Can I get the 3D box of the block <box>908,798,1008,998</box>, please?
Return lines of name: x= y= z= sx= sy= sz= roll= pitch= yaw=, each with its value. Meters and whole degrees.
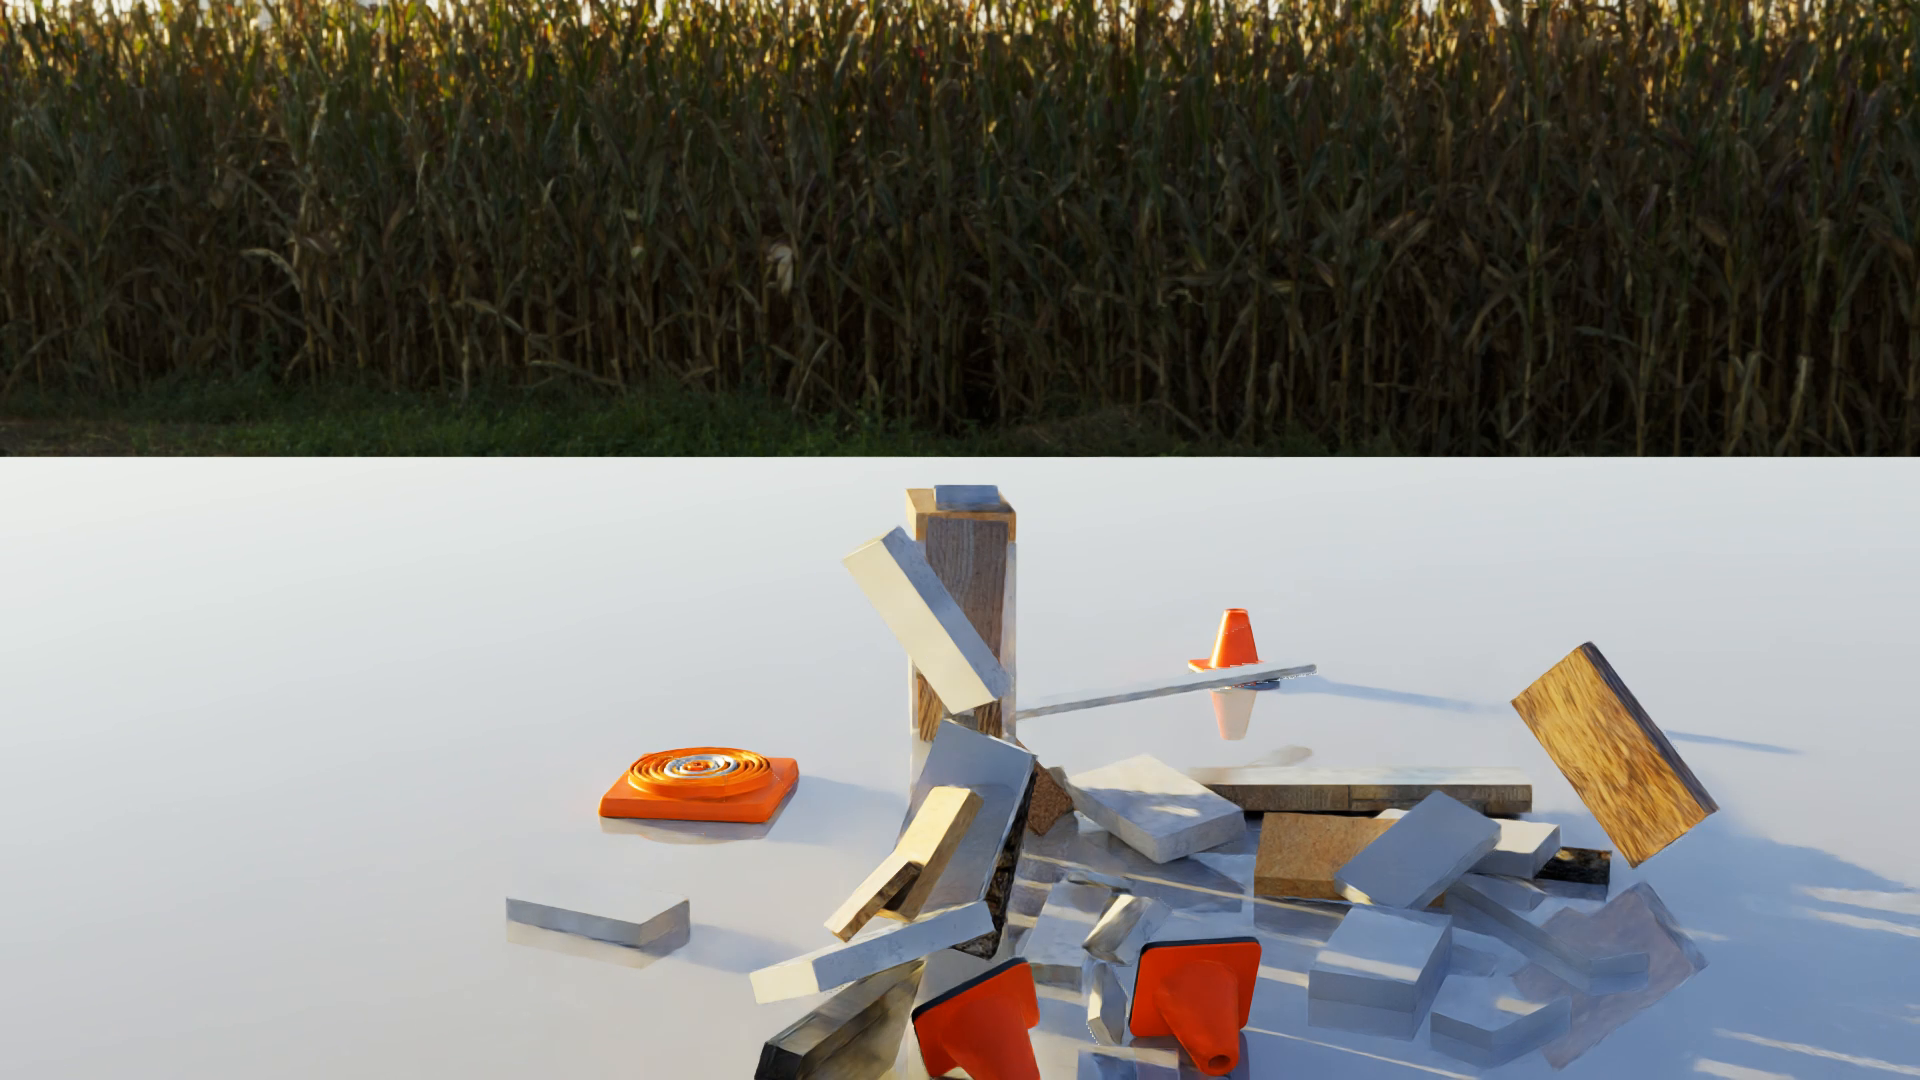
block: x=-0.002 y=0.524 z=3.221 sx=0.146 sy=0.292 sz=0.041 roll=0 pitch=9 yaw=0

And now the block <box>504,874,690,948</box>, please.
block: x=-0.585 y=0.594 z=3.543 sx=0.266 sy=0.038 sz=0.133 roll=5 pitch=12 yaw=27

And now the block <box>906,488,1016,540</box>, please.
block: x=-0.002 y=-0.044 z=3.693 sx=0.161 sy=0.046 sz=0.322 roll=0 pitch=8 yaw=-5

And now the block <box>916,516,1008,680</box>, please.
block: x=0.004 y=0.090 z=3.312 sx=0.122 sy=0.245 sz=0.035 roll=4 pitch=-18 yaw=1

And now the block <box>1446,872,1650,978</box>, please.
block: x=0.930 y=0.605 z=3.509 sx=0.101 sy=0.029 sz=0.415 roll=-4 pitch=11 yaw=-18

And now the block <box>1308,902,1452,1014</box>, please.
block: x=0.641 y=0.630 z=3.335 sx=0.154 sy=0.044 sz=0.309 roll=4 pitch=11 yaw=22

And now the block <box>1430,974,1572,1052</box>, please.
block: x=0.774 y=0.674 z=3.140 sx=0.202 sy=0.029 sz=0.101 roll=-10 pitch=14 yaw=-42

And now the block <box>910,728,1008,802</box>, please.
block: x=0.000 y=0.341 z=3.291 sx=0.146 sy=0.041 sz=0.292 roll=0 pitch=11 yaw=0

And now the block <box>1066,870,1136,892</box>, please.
block: x=0.233 y=0.564 z=3.627 sx=0.103 sy=0.015 sz=0.052 roll=19 pitch=-21 yaw=-33

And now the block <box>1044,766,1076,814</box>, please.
block: x=0.130 y=0.474 z=4.063 sx=0.174 sy=0.087 sz=0.025 roll=-7 pitch=-25 yaw=-34

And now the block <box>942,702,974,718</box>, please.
block: x=-0.003 y=0.283 z=3.301 sx=0.046 sy=0.013 sz=0.092 roll=0 pitch=49 yaw=-1

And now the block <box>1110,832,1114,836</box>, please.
block: x=0.318 y=0.500 z=4.051 sx=0.087 sy=0.025 sz=0.174 roll=-1 pitch=14 yaw=3

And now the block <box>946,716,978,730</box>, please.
block: x=0.003 y=0.298 z=3.155 sx=0.046 sy=0.092 sz=0.013 roll=0 pitch=-5 yaw=2

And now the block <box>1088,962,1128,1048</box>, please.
block: x=0.206 y=0.653 z=3.066 sx=0.019 sy=0.066 sz=0.132 roll=-23 pitch=18 yaw=17

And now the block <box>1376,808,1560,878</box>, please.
block: x=0.853 y=0.519 z=3.773 sx=0.309 sy=0.044 sz=0.154 roll=2 pitch=12 yaw=32

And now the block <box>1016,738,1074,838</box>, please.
block: x=0.116 y=0.438 z=3.939 sx=0.087 sy=0.192 sz=0.025 roll=-48 pitch=28 yaw=-13

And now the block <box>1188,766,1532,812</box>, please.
block: x=0.739 y=0.465 z=4.116 sx=0.625 sy=0.049 sz=0.175 roll=-1 pitch=5 yaw=6

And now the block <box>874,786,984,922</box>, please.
block: x=-0.049 y=0.417 z=2.926 sx=0.027 sy=0.191 sz=0.095 roll=41 pitch=-23 yaw=-23

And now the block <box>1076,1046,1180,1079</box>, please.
block: x=0.205 y=0.748 z=2.713 sx=0.133 sy=0.038 sz=0.514 roll=1 pitch=11 yaw=5

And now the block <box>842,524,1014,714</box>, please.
block: x=-0.047 y=0.115 z=3.104 sx=0.039 sy=0.275 sz=0.138 roll=-39 pitch=7 yaw=-29

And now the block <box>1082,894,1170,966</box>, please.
block: x=0.233 y=0.549 z=3.102 sx=0.027 sy=0.095 sz=0.191 roll=41 pitch=-12 yaw=-3

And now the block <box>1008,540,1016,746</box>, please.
block: x=0.014 y=0.191 z=3.795 sx=0.161 sy=0.447 sz=0.046 roll=-2 pitch=6 yaw=-20

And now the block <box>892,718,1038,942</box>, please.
block: x=-0.006 y=0.401 z=3.049 sx=0.138 sy=0.275 sz=0.039 roll=21 pitch=1 yaw=15

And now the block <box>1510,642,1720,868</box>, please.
block: x=1.117 y=0.367 z=3.766 sx=0.049 sy=0.349 sz=0.175 roll=-13 pitch=-27 yaw=-46

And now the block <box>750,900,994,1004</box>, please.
block: x=-0.112 y=0.533 z=2.845 sx=0.290 sy=0.041 sz=0.145 roll=-11 pitch=-8 yaw=-40

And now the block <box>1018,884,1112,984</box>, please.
block: x=0.168 y=0.615 z=3.460 sx=0.095 sy=0.027 sz=0.357 roll=2 pitch=11 yaw=11

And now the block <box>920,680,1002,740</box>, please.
block: x=0.001 y=0.182 z=3.356 sx=0.122 sy=0.245 sz=0.035 roll=0 pitch=-2 yaw=-1

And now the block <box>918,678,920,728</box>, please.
block: x=-0.004 y=0.192 z=3.472 sx=0.122 sy=0.303 sz=0.035 roll=0 pitch=13 yaw=2

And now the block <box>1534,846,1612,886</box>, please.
block: x=1.012 y=0.554 z=3.784 sx=0.202 sy=0.029 sz=0.101 roll=4 pitch=11 yaw=19

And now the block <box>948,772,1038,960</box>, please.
block: x=0.011 y=0.444 z=3.119 sx=0.138 sy=0.275 sz=0.039 roll=15 pitch=13 yaw=15

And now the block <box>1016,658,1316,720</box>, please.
block: x=0.411 y=0.300 z=4.479 sx=0.061 sy=0.017 sz=0.994 roll=14 pitch=13 yaw=43

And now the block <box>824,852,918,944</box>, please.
block: x=-0.117 y=0.467 z=2.873 sx=0.132 sy=0.019 sz=0.066 roll=-45 pitch=14 yaw=-14

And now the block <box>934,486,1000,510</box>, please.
block: x=0.011 y=-0.068 z=3.572 sx=0.103 sy=0.015 sz=0.052 roll=0 pitch=35 yaw=-4

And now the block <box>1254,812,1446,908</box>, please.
block: x=0.655 y=0.532 z=3.672 sx=0.309 sy=0.044 sz=0.154 roll=2 pitch=37 yaw=15

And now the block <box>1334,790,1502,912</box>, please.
block: x=0.749 y=0.520 z=3.596 sx=0.266 sy=0.038 sz=0.133 roll=-32 pitch=42 yaw=-29

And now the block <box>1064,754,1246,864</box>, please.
block: x=0.345 y=0.478 z=3.946 sx=0.175 sy=0.049 sz=0.349 roll=-15 pitch=17 yaw=-21

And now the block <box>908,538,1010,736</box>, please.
block: x=-0.003 y=0.158 z=3.598 sx=0.161 sy=0.322 sz=0.046 roll=-1 pitch=4 yaw=-6

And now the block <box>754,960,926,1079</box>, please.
block: x=-0.144 y=0.613 z=2.617 sx=0.041 sy=0.145 sz=0.779 roll=17 pitch=-1 yaw=9
